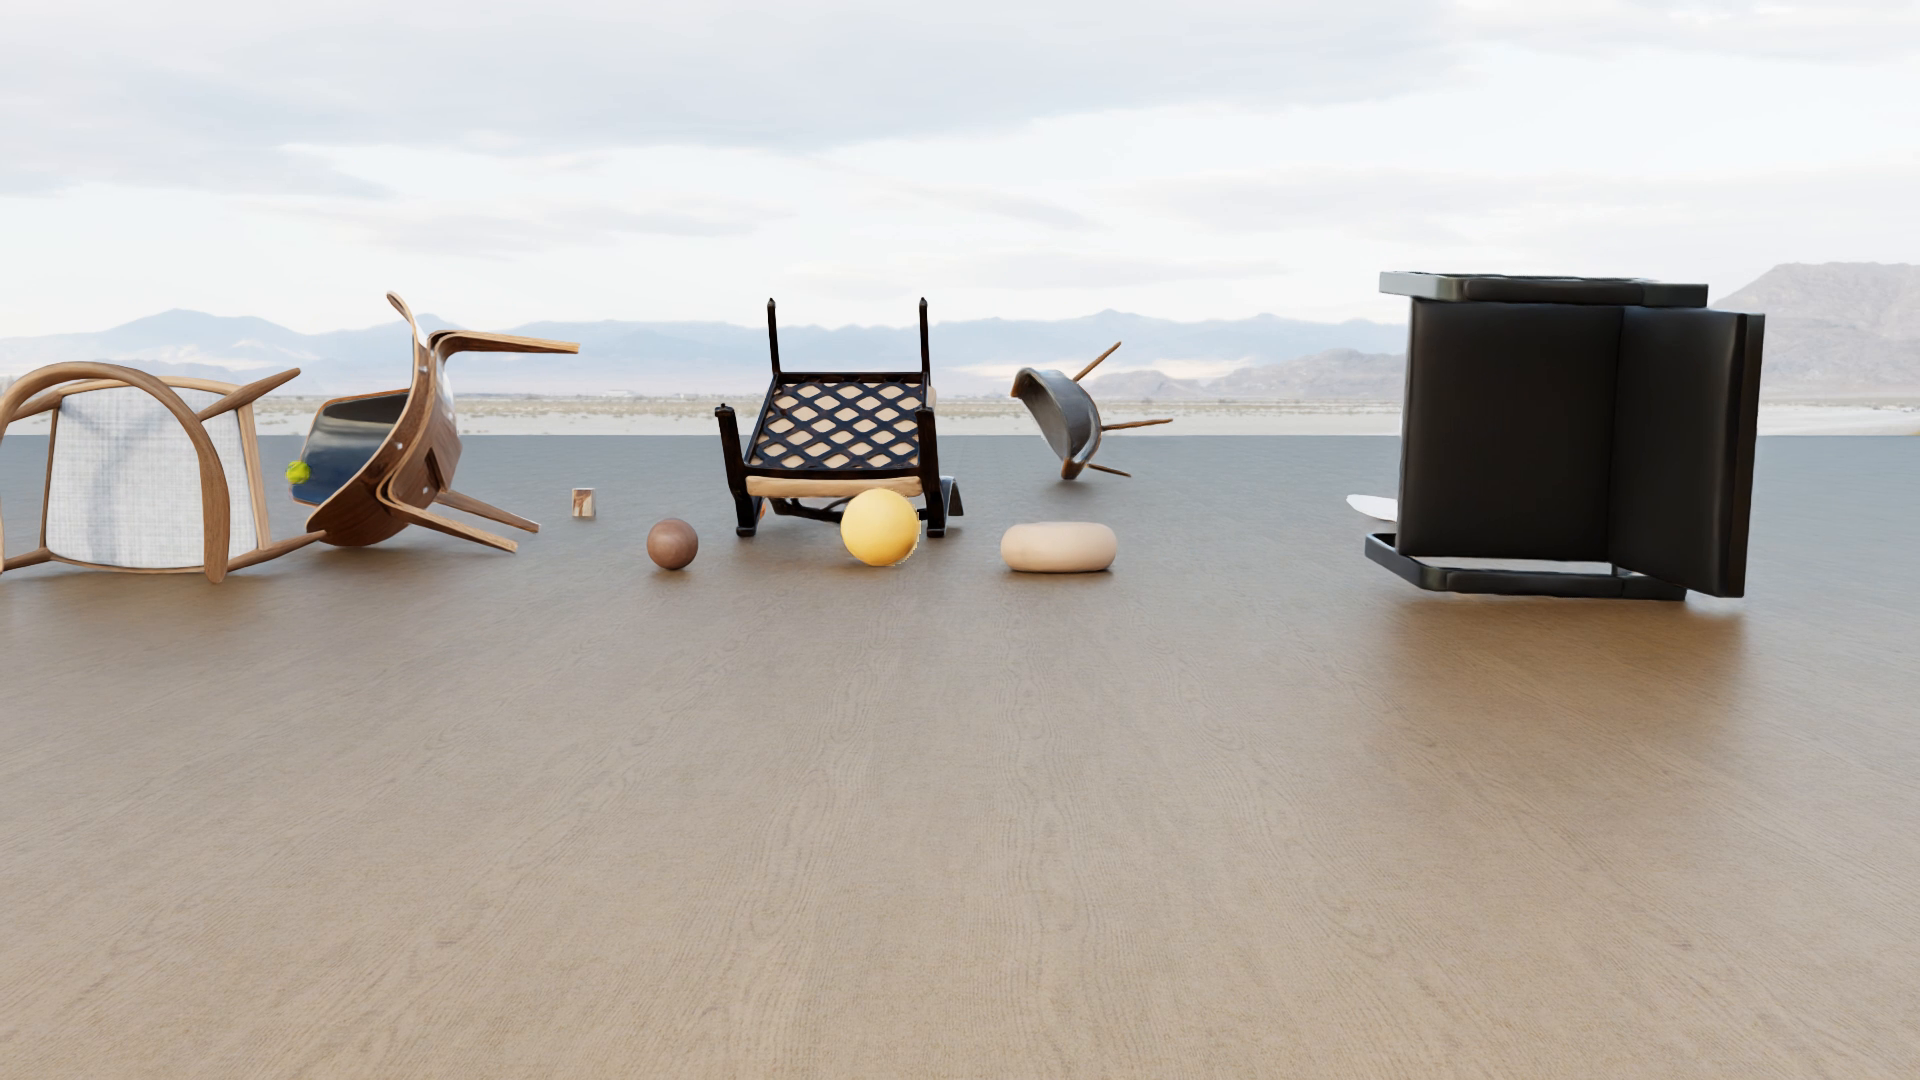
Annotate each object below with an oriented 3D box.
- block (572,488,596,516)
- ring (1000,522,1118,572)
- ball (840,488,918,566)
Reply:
[{"bbox_3d":[-1.335,-0.135,7.815,0.066,0.095,0.075,0,4,4],"label":"block"},{"bbox_3d":[0.247,0.017,5.474,0.288,0.114,0.333,1,3,19],"label":"ring"},{"bbox_3d":[-0.204,-0.033,5.586,0.197,0.197,0.197,0,4,0],"label":"ball"}]
